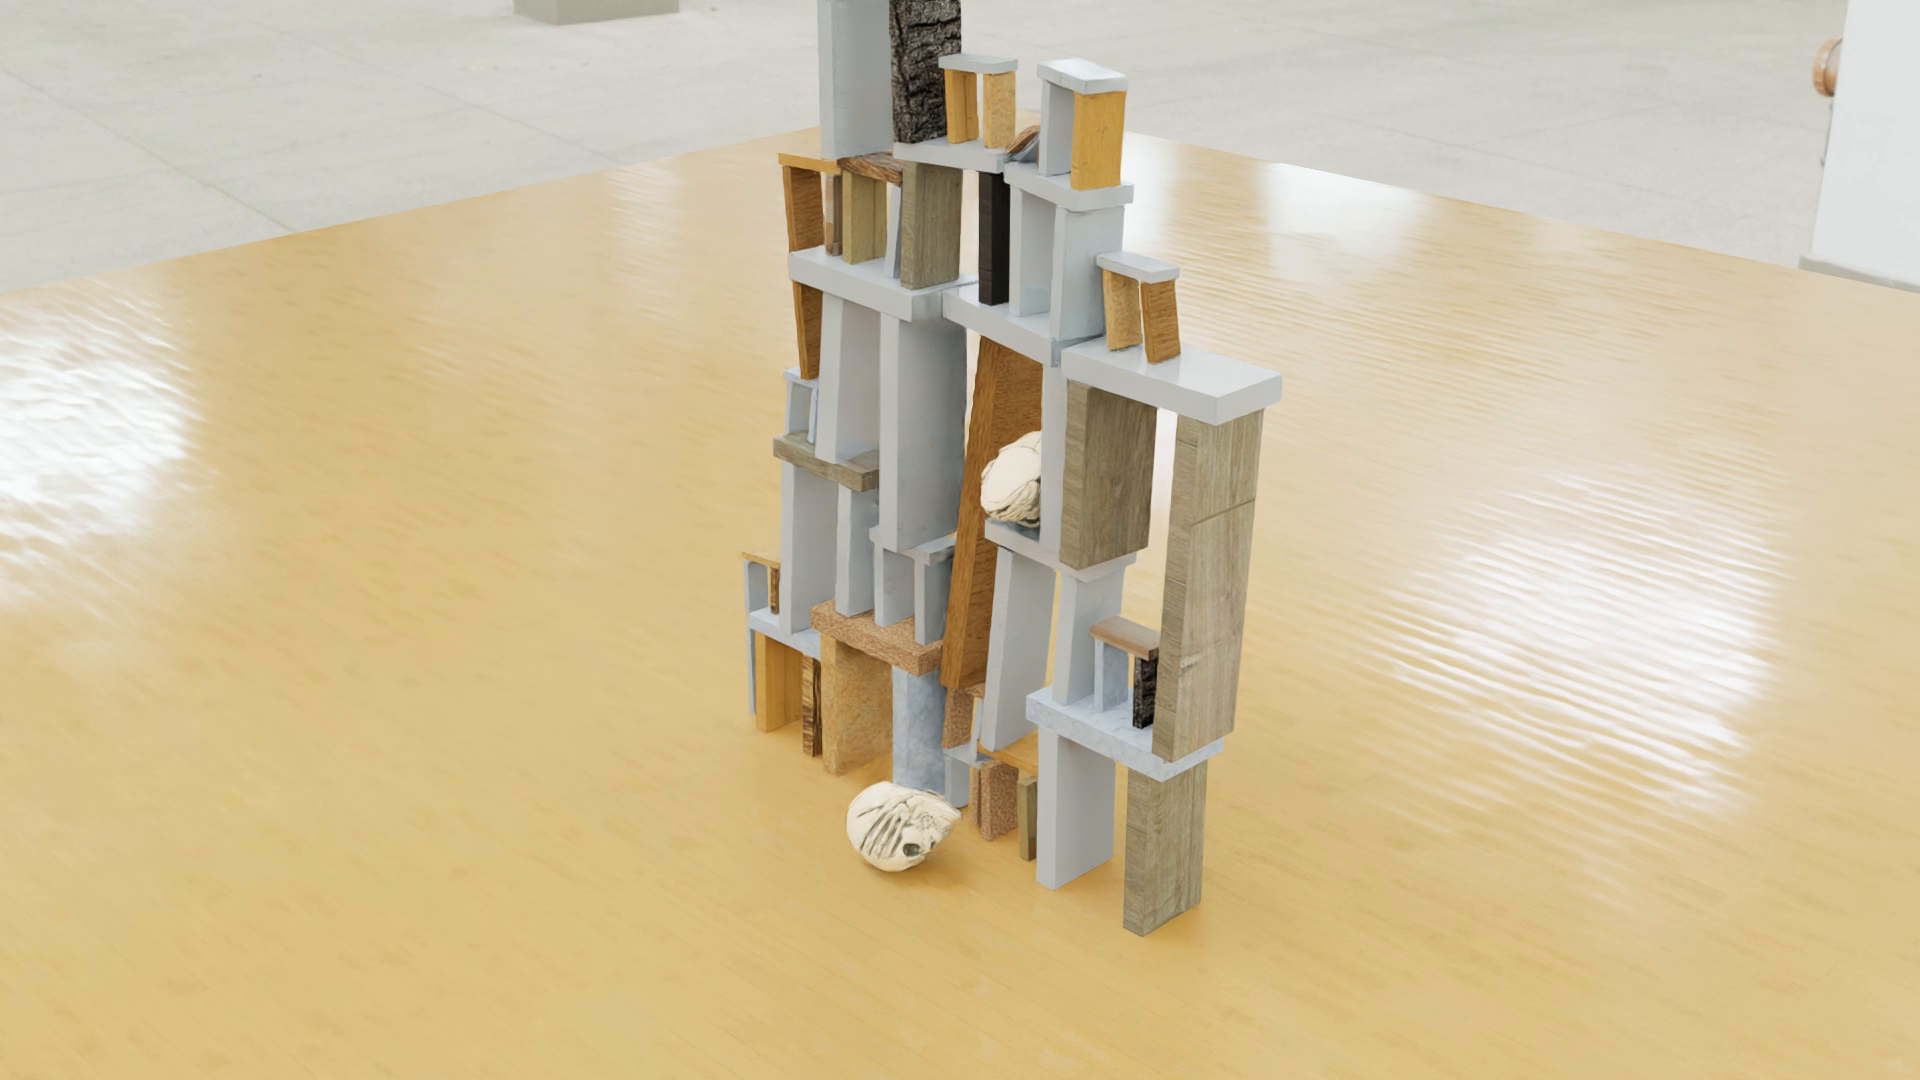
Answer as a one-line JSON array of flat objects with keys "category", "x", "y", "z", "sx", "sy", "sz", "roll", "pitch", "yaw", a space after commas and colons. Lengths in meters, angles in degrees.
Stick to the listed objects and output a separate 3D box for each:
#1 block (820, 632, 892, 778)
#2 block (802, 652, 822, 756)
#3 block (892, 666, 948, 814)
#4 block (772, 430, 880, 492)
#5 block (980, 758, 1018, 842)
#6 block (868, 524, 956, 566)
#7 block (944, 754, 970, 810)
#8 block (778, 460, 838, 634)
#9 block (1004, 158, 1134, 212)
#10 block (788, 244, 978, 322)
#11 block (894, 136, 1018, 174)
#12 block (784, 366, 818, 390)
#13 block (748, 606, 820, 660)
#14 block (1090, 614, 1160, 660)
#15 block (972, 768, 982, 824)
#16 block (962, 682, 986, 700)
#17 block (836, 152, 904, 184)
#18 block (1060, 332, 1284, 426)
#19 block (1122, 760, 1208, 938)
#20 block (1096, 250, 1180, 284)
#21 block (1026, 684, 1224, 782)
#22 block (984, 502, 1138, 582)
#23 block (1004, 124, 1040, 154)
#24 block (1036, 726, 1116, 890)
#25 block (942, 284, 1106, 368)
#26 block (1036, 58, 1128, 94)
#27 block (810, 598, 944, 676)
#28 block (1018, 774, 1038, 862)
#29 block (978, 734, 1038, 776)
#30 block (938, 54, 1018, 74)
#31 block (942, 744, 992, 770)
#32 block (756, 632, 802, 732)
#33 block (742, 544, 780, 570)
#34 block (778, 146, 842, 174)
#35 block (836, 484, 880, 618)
[{"category": "block", "x": -0.214, "y": 0.321, "z": 4.594, "sx": 0.160, "sy": 0.320, "sz": 0.045, "roll": -21, "pitch": 31, "yaw": -41}, {"category": "block", "x": -0.280, "y": 0.333, "z": 4.676, "sx": 0.033, "sy": 0.229, "sz": 0.115, "roll": 21, "pitch": 29, "yaw": 41}, {"category": "block", "x": -0.064, "y": 0.379, "z": 4.456, "sx": 0.045, "sy": 0.320, "sz": 0.160, "roll": 21, "pitch": 30, "yaw": 41}, {"category": "block", "x": -0.237, "y": -0.168, "z": 4.449, "sx": 0.139, "sy": 0.040, "sz": 0.279, "roll": -18, "pitch": 28, "yaw": -40}, {"category": "block", "x": 0.079, "y": 0.507, "z": 4.354, "sx": 0.023, "sy": 0.165, "sz": 0.082, "roll": 20, "pitch": 30, "yaw": 41}, {"category": "block", "x": -0.088, "y": 0.002, "z": 4.337, "sx": 0.088, "sy": 0.025, "sz": 0.176, "roll": -20, "pitch": 30, "yaw": -40}, {"category": "block", "x": -0.005, "y": 0.487, "z": 4.458, "sx": 0.016, "sy": 0.113, "sz": 0.056, "roll": 10, "pitch": 14, "yaw": 42}, {"category": "block", "x": -0.308, "y": 0.001, "z": 4.594, "sx": 0.139, "sy": 0.382, "sz": 0.040, "roll": -17, "pitch": 30, "yaw": -39}, {"category": "block", "x": 0.186, "y": -0.614, "z": 3.784, "sx": 0.117, "sy": 0.033, "sz": 0.235, "roll": -12, "pitch": 26, "yaw": -27}, {"category": "block", "x": -0.146, "y": -0.499, "z": 4.200, "sx": 0.178, "sy": 0.050, "sz": 0.356, "roll": -19, "pitch": 31, "yaw": -40}, {"category": "block", "x": 0.009, "y": -0.699, "z": 3.952, "sx": 0.238, "sy": 0.034, "sz": 0.119, "roll": 15, "pitch": 26, "yaw": 36}, {"category": "block", "x": -0.297, "y": -0.328, "z": 4.456, "sx": 0.058, "sy": 0.016, "sz": 0.116, "roll": -19, "pitch": 29, "yaw": -41}, {"category": "block", "x": -0.331, "y": 0.190, "z": 4.678, "sx": 0.229, "sy": 0.033, "sz": 0.115, "roll": 21, "pitch": 29, "yaw": 41}, {"category": "block", "x": 0.311, "y": 0.176, "z": 3.971, "sx": 0.071, "sy": 0.020, "sz": 0.142, "roll": -21, "pitch": 31, "yaw": -39}, {"category": "block", "x": 0.050, "y": 0.508, "z": 4.409, "sx": 0.016, "sy": 0.113, "sz": 0.056, "roll": 13, "pitch": 16, "yaw": 42}, {"category": "block", "x": 0.038, "y": 0.290, "z": 4.379, "sx": 0.131, "sy": 0.019, "sz": 0.066, "roll": 20, "pitch": 21, "yaw": 39}, {"category": "block", "x": -0.139, "y": -0.700, "z": 4.115, "sx": 0.089, "sy": 0.025, "sz": 0.178, "roll": -19, "pitch": 30, "yaw": -40}, {"category": "block", "x": 0.355, "y": -0.279, "z": 3.721, "sx": 0.171, "sy": 0.049, "sz": 0.343, "roll": -21, "pitch": 31, "yaw": -40}, {"category": "block", "x": 0.378, "y": 0.546, "z": 4.044, "sx": 0.168, "sy": 0.337, "sz": 0.048, "roll": -21, "pitch": 31, "yaw": -41}, {"category": "block", "x": 0.300, "y": -0.461, "z": 3.711, "sx": 0.067, "sy": 0.019, "sz": 0.135, "roll": -15, "pitch": 28, "yaw": -36}, {"category": "block", "x": 0.300, "y": 0.337, "z": 4.044, "sx": 0.168, "sy": 0.048, "sz": 0.337, "roll": -21, "pitch": 31, "yaw": -40}, {"category": "block", "x": 0.184, "y": 0.001, "z": 4.042, "sx": 0.132, "sy": 0.037, "sz": 0.264, "roll": -20, "pitch": 31, "yaw": -39}, {"category": "block", "x": 0.121, "y": -0.698, "z": 3.824, "sx": 0.046, "sy": 0.013, "sz": 0.093, "roll": -11, "pitch": -9, "yaw": -30}, {"category": "block", "x": 0.223, "y": 0.483, "z": 4.192, "sx": 0.048, "sy": 0.337, "sz": 0.168, "roll": 21, "pitch": 31, "yaw": 40}, {"category": "block", "x": 0.135, "y": -0.398, "z": 3.981, "sx": 0.174, "sy": 0.049, "sz": 0.347, "roll": -14, "pitch": 28, "yaw": -30}, {"category": "block", "x": 0.202, "y": -0.772, "z": 3.657, "sx": 0.082, "sy": 0.023, "sz": 0.165, "roll": -11, "pitch": 26, "yaw": -24}, {"category": "block", "x": -0.138, "y": 0.182, "z": 4.455, "sx": 0.160, "sy": 0.045, "sz": 0.319, "roll": -21, "pitch": 31, "yaw": -41}, {"category": "block", "x": 0.151, "y": 0.536, "z": 4.286, "sx": 0.023, "sy": 0.165, "sz": 0.082, "roll": 17, "pitch": 28, "yaw": 42}, {"category": "block", "x": 0.123, "y": 0.415, "z": 4.325, "sx": 0.165, "sy": 0.023, "sz": 0.082, "roll": 19, "pitch": 33, "yaw": 40}, {"category": "block", "x": 0.031, "y": -0.841, "z": 3.882, "sx": 0.131, "sy": 0.018, "sz": 0.065, "roll": 17, "pitch": 27, "yaw": 39}, {"category": "block", "x": 0.024, "y": 0.432, "z": 4.424, "sx": 0.113, "sy": 0.016, "sz": 0.056, "roll": 21, "pitch": 21, "yaw": 40}, {"category": "block", "x": -0.389, "y": 0.291, "z": 4.776, "sx": 0.115, "sy": 0.229, "sz": 0.033, "roll": -19, "pitch": 29, "yaw": -42}, {"category": "block", "x": -0.409, "y": 0.036, "z": 4.704, "sx": 0.108, "sy": 0.015, "sz": 0.054, "roll": 15, "pitch": 25, "yaw": 33}, {"category": "block", "x": -0.266, "y": -0.733, "z": 4.245, "sx": 0.158, "sy": 0.022, "sz": 0.079, "roll": 16, "pitch": 28, "yaw": 35}, {"category": "block", "x": -0.182, "y": 0.006, "z": 4.448, "sx": 0.139, "sy": 0.279, "sz": 0.040, "roll": -17, "pitch": 30, "yaw": -38}]
